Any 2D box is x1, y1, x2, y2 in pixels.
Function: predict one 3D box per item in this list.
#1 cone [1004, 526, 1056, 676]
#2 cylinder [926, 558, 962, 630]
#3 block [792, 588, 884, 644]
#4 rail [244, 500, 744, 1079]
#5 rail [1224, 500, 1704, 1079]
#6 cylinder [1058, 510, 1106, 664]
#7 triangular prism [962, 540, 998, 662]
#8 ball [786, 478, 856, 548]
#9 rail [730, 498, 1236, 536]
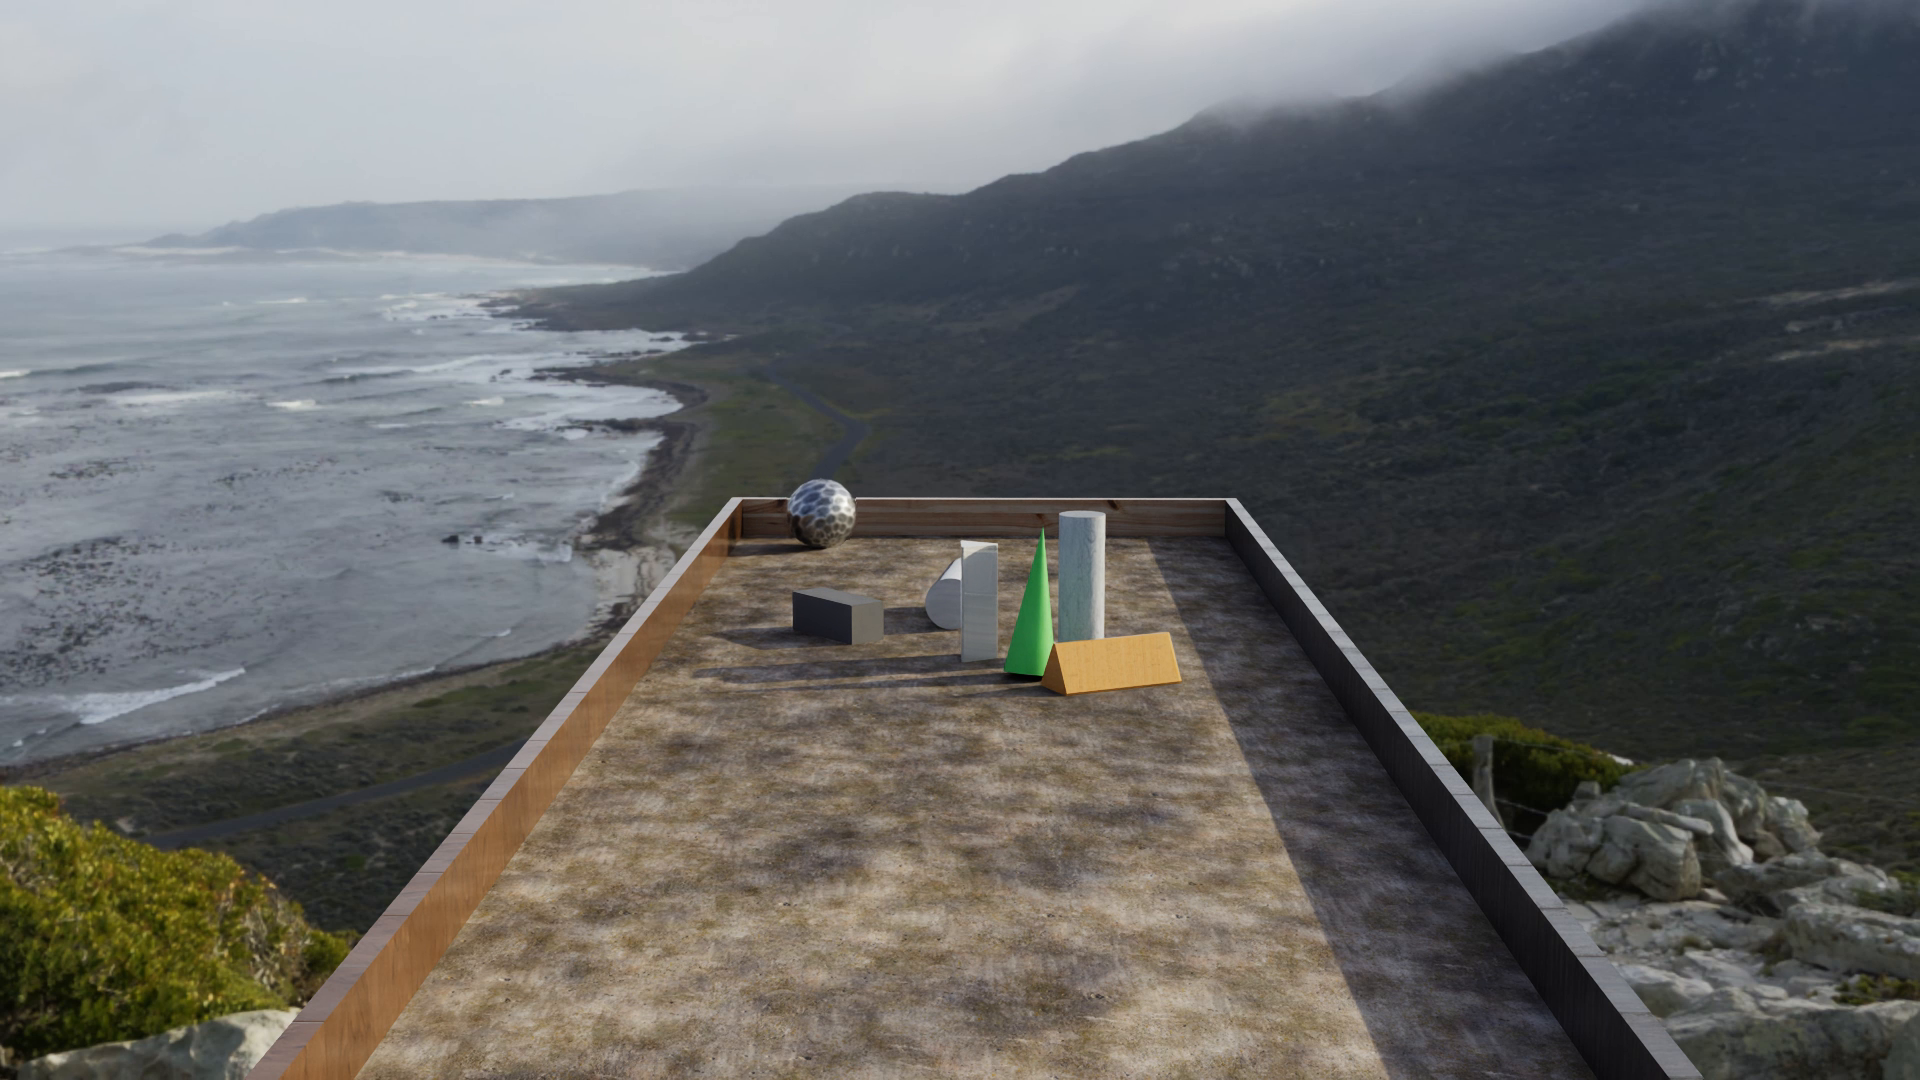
[{"bbox_3d":[0.225,0.173,6.461,0.157,0.436,0.157,5,1,0],"label":"cone"},{"bbox_3d":[-0.003,0.176,7.358,0.170,0.170,0.418,1,9,7],"label":"cylinder"},{"bbox_3d":[-0.394,0.242,7.078,0.126,0.126,0.323,-7,12,-39],"label":"block"},{"bbox_3d":[-1.004,0.839,3.234,0.050,0.150,12.000,0,9,1],"label":"rail"},{"bbox_3d":[1.046,0.843,3.208,0.050,0.150,12.000,0,9,1],"label":"rail"},{"bbox_3d":[0.370,0.142,6.690,0.141,0.446,0.141,0,9,0],"label":"cylinder"},{"bbox_3d":[0.033,0.184,6.719,0.126,0.354,0.109,-5,10,-31],"label":"triangular prism"},{"bbox_3d":[-0.554,-0.107,8.795,0.278,0.278,0.278,0,9,0],"label":"ball"},{"bbox_3d":[0.099,-0.098,9.147,2.100,0.150,0.050,0,9,1],"label":"rail"}]
